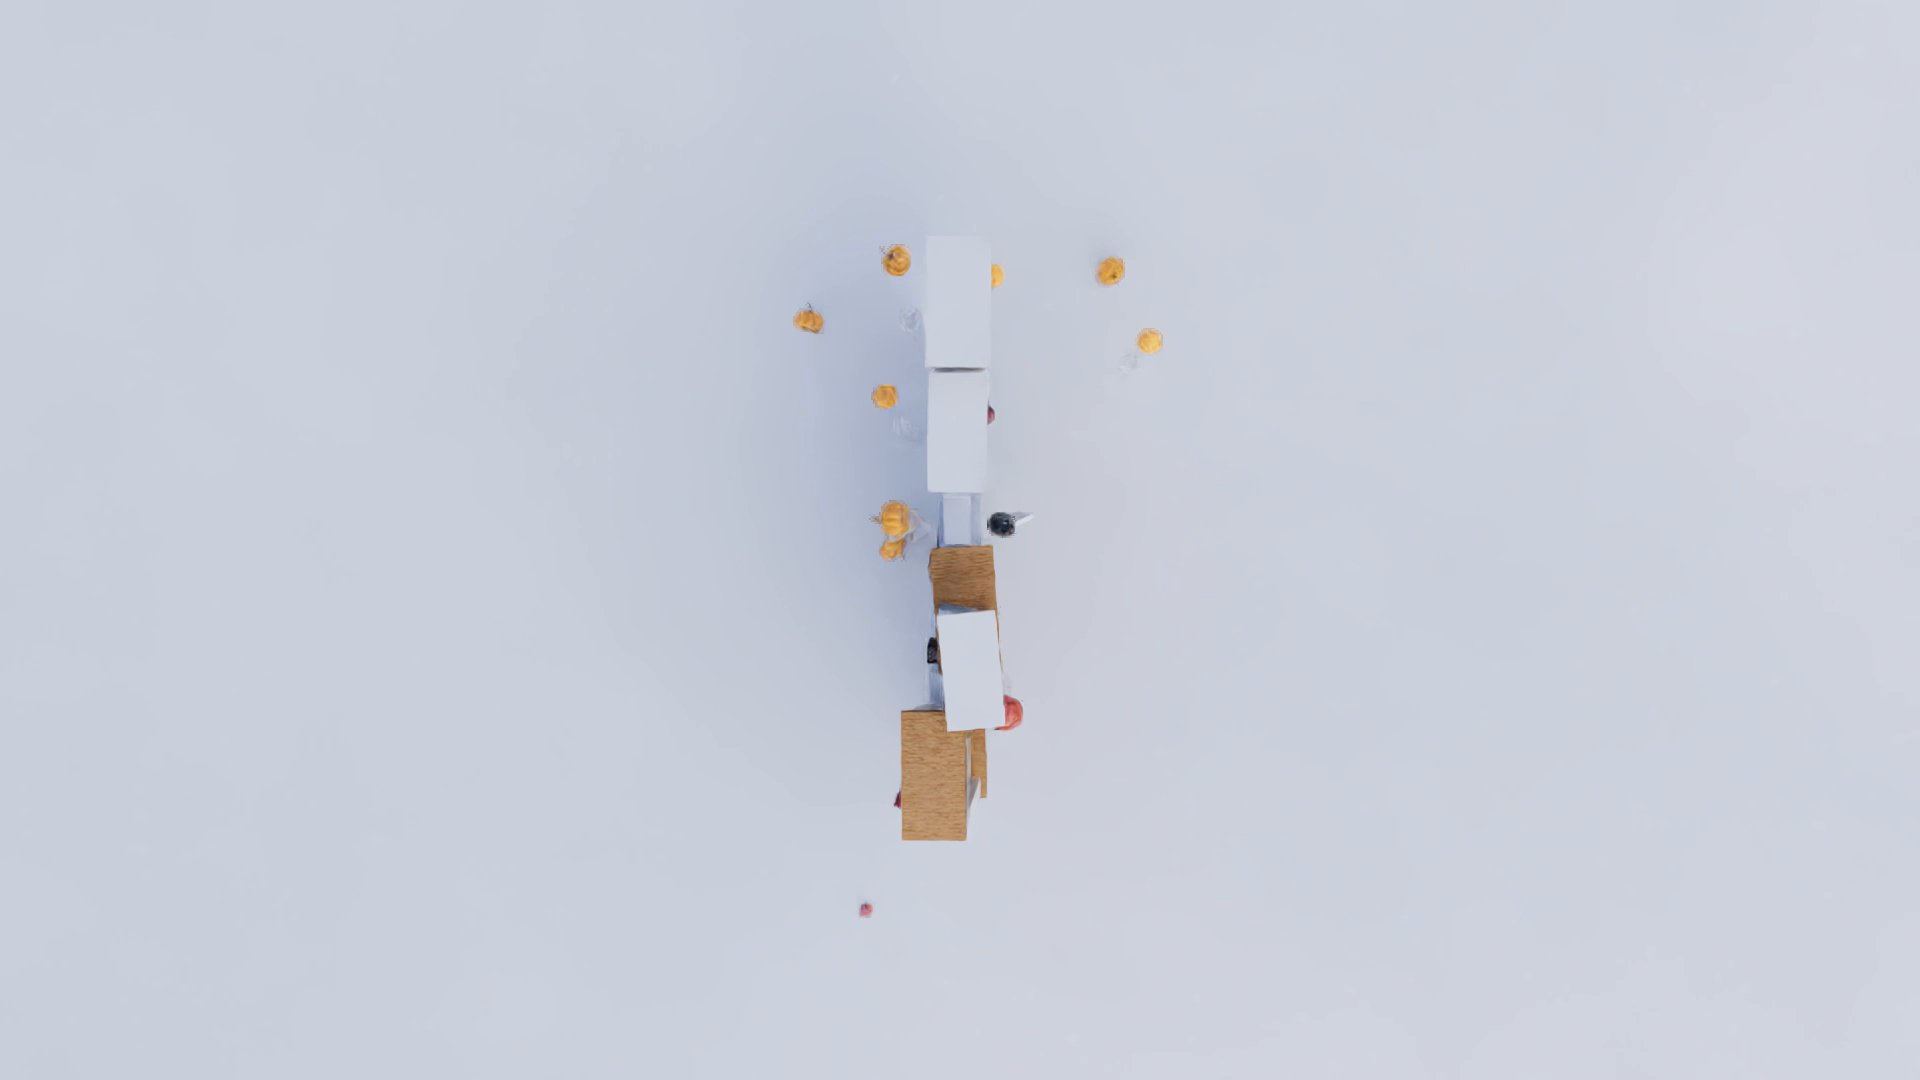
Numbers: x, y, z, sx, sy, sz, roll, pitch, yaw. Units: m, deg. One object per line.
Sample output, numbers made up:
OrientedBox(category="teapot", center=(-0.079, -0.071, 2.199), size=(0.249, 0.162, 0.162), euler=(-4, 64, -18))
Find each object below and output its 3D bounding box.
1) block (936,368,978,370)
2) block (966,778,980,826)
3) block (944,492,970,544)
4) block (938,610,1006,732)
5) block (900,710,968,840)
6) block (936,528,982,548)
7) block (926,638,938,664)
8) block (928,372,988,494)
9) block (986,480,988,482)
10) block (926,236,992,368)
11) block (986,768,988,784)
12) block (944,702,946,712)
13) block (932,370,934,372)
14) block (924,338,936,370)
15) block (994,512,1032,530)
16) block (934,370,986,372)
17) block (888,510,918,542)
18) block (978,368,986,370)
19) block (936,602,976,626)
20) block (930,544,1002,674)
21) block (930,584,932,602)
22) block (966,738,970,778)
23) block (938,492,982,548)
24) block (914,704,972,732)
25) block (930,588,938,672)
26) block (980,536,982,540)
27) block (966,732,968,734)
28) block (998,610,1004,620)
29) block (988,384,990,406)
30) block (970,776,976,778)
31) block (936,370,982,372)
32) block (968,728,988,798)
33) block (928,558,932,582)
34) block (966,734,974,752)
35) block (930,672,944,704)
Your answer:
OrientedBox(category="block", center=(0.000, -0.513, 4.639), size=(0.141, 0.283, 0.040), euler=(1, 90, 0))
OrientedBox(category="block", center=(-0.040, 0.704, 4.469), size=(0.163, 0.483, 0.046), euler=(1, 91, 4))
OrientedBox(category="block", center=(-0.008, -0.057, 4.422), size=(0.070, 0.020, 0.140), euler=(-1, 90, 0))
OrientedBox(category="block", center=(0.028, 0.323, 4.090), size=(0.144, 0.041, 0.288), euler=(-5, 92, 0))
OrientedBox(category="block", center=(-0.066, 0.600, 4.205), size=(0.163, 0.046, 0.327), euler=(0, 90, 4))
OrientedBox(category="block", center=(-0.004, 0.106, 5.199), size=(0.140, 0.040, 0.281), euler=(1, 90, 0))
OrientedBox(category="block", center=(-0.005, 0.310, 4.611), size=(0.167, 0.334, 0.047), euler=(2, 91, 0))
OrientedBox(category="block", center=(-0.006, -0.271, 4.177), size=(0.151, 0.043, 0.302), euler=(1, 90, 0))
OrientedBox(category="block", center=(-0.004, -0.174, 4.385), size=(0.151, 0.373, 0.043), euler=(0, 90, 0))
OrientedBox(category="block", center=(-0.004, -0.593, 4.111), size=(0.162, 0.046, 0.324), euler=(0, 90, 0))
OrientedBox(category="block", center=(0.004, 0.719, 5.233), size=(0.158, 0.535, 0.045), euler=(0, 90, 0))
OrientedBox(category="block", center=(0.033, 0.394, 4.259), size=(0.144, 0.288, 0.041), euler=(-3, 102, 0))
OrientedBox(category="block", center=(-0.001, -0.435, 5.142), size=(0.167, 0.047, 0.334), euler=(0, 90, 0))
OrientedBox(category="block", center=(-0.008, -0.485, 4.296), size=(0.162, 0.324, 0.046), euler=(-1, 90, 0))
OrientedBox(category="block", center=(0.151, -0.056, 4.622), size=(0.053, 0.106, 0.015), euler=(11, 114, 39))
OrientedBox(category="block", center=(0.000, -0.514, 4.802), size=(0.148, 0.042, 0.296), euler=(0, 90, 0))
OrientedBox(category="block", center=(-0.155, -0.037, 4.476), size=(0.015, 0.106, 0.053), euler=(21, 55, -35))
OrientedBox(category="block", center=(0.002, -0.608, 4.478), size=(0.141, 0.040, 0.283), euler=(1, 90, 0))
OrientedBox(category="block", center=(0.014, 0.203, 4.251), size=(0.144, 0.288, 0.041), euler=(12, 92, 0))
OrientedBox(category="block", center=(0.016, 0.185, 4.419), size=(0.167, 0.047, 0.334), euler=(-4, 91, 0))
OrientedBox(category="block", center=(0.001, 0.156, 5.004), size=(0.176, 0.351, 0.050), euler=(0, 90, 0))
OrientedBox(category="block", center=(-0.016, 0.658, 4.722), size=(0.091, 0.026, 0.182), euler=(0, 91, 4))
OrientedBox(category="block", center=(0.000, -0.093, 4.589), size=(0.118, 0.033, 0.236), euler=(1, 90, 0))
OrientedBox(category="block", center=(-0.045, 0.473, 4.391), size=(0.163, 0.327, 0.046), euler=(-5, 90, 3))
OrientedBox(category="block", center=(0.003, 0.276, 4.803), size=(0.175, 0.050, 0.351), euler=(0, 90, 0))
OrientedBox(category="block", center=(0.001, -0.014, 4.773), size=(0.118, 0.336, 0.033), euler=(0, 90, 0))
OrientedBox(category="block", center=(-0.021, 0.530, 4.750), size=(0.097, 0.336, 0.028), euler=(0, 90, 3))
OrientedBox(category="block", center=(0.070, 0.235, 4.752), size=(0.106, 0.053, 0.015), euler=(-42, 126, 0))
OrientedBox(category="block", center=(0.001, -0.373, 4.349), size=(0.151, 0.301, 0.043), euler=(-3, 90, 0))
OrientedBox(category="block", center=(-0.007, 0.719, 4.826), size=(0.091, 0.182, 0.026), euler=(1, 91, 4))
OrientedBox(category="block", center=(-0.002, -0.339, 4.517), size=(0.123, 0.035, 0.246), euler=(0, 90, 0))
OrientedBox(category="block", center=(-0.001, 0.612, 4.943), size=(0.157, 0.045, 0.315), euler=(-1, 90, 0))
OrientedBox(category="block", center=(-0.002, 0.094, 4.611), size=(0.167, 0.334, 0.047), euler=(9, 83, 1))
OrientedBox(category="block", center=(-0.007, 0.595, 4.829), size=(0.091, 0.182, 0.026), euler=(-1, 90, 1))
OrientedBox(category="block", center=(-0.032, 0.462, 4.568), size=(0.097, 0.028, 0.194), euler=(-1, 90, 3))
